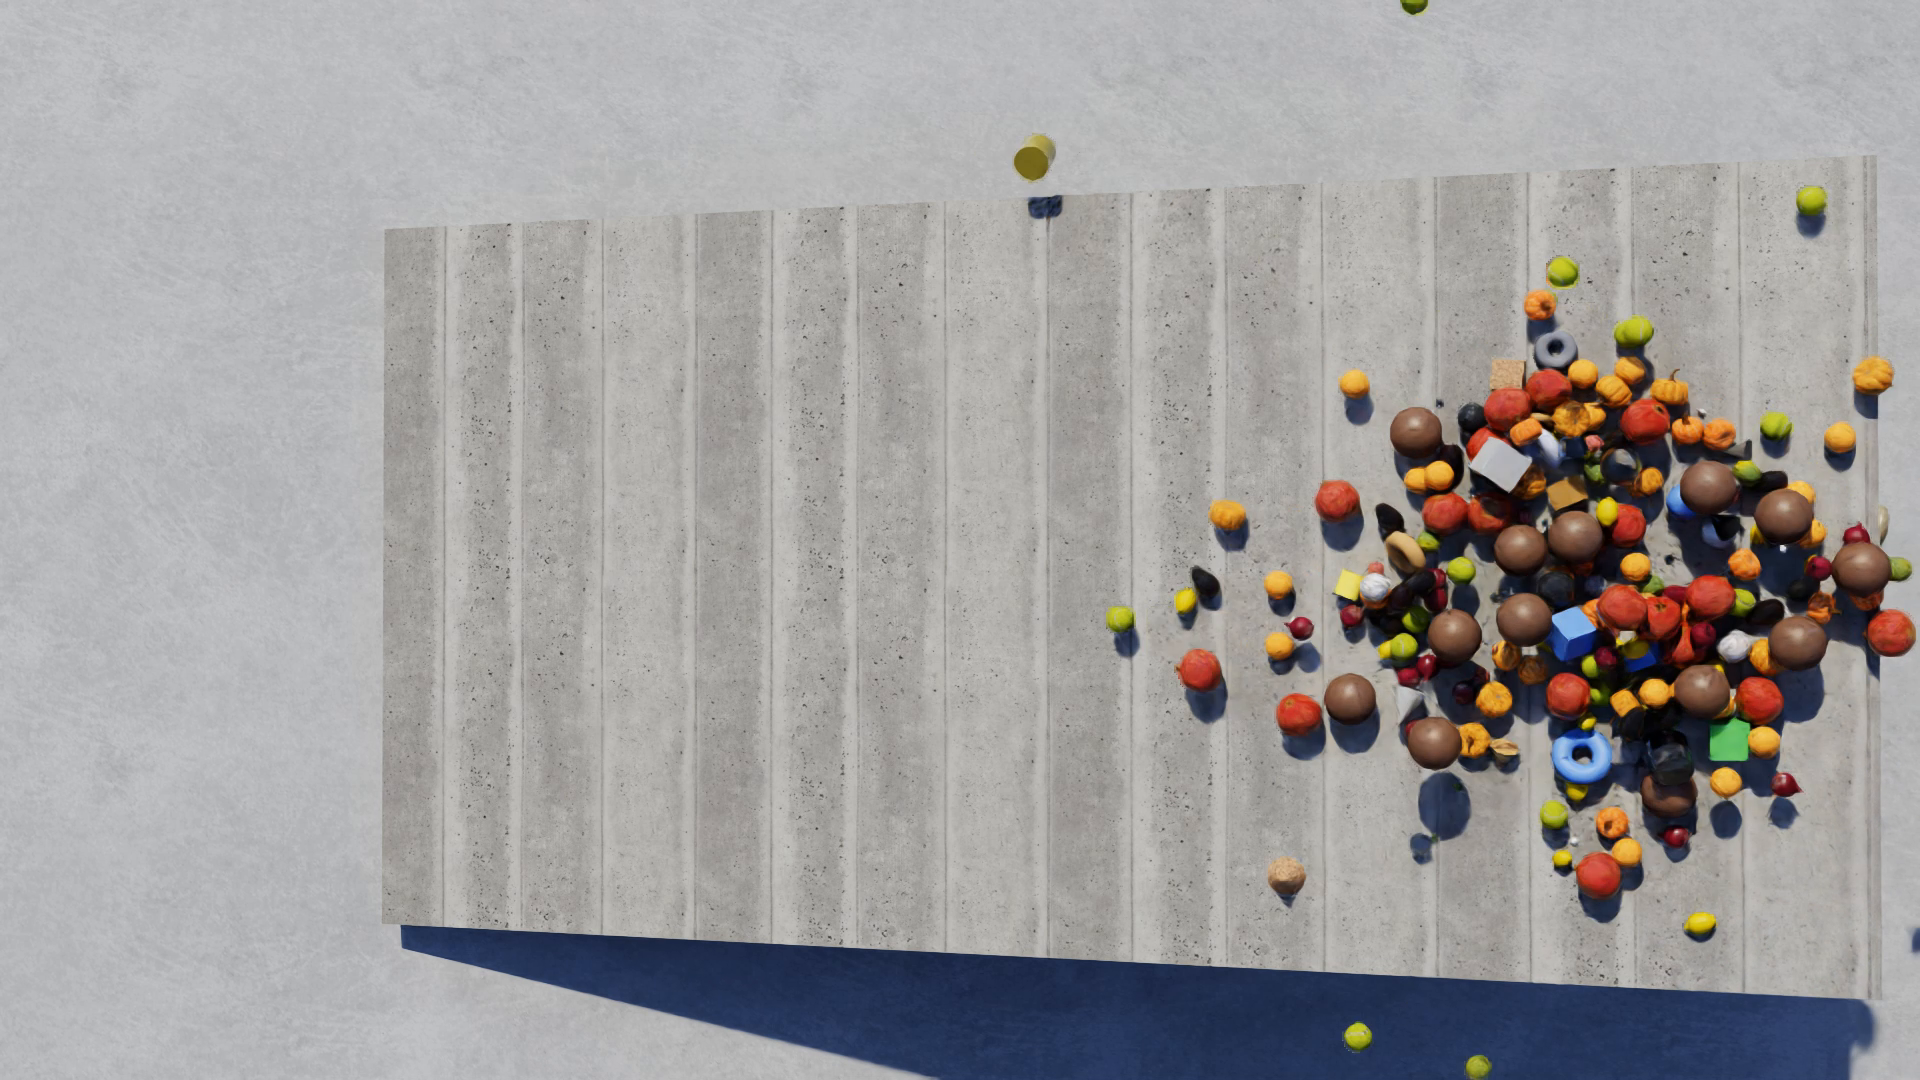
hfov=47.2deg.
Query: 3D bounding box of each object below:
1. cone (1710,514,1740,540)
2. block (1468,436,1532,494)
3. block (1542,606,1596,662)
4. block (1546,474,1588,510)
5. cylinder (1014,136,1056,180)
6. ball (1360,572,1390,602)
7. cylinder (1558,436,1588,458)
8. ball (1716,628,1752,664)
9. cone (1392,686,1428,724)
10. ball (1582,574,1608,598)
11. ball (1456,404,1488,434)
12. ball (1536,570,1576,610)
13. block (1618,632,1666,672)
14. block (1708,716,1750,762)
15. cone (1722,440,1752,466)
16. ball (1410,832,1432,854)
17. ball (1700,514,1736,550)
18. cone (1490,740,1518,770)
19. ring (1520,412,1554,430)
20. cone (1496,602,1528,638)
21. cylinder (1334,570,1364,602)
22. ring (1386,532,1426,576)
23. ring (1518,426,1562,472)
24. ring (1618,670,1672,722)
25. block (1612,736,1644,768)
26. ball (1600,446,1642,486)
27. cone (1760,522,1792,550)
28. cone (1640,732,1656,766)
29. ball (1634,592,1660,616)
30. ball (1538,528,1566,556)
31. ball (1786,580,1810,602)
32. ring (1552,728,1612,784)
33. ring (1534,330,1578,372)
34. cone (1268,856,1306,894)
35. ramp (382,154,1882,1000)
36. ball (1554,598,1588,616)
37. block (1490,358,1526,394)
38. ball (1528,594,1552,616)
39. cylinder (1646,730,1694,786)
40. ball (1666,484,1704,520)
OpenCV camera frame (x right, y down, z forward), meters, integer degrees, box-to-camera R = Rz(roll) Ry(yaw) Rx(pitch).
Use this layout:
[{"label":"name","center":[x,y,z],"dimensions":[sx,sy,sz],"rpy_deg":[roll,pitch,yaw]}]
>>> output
[{"label":"cone","center":[1.790,-0.043,5.185],"dimensions":[0.067,0.067,0.067],"rpy_deg":[30,89,-21]},{"label":"block","center":[1.302,-0.182,5.303],"dimensions":[0.092,0.092,0.092],"rpy_deg":[34,95,-10]},{"label":"block","center":[1.463,0.226,5.277],"dimensions":[0.082,0.082,0.082],"rpy_deg":[-19,50,-16]},{"label":"block","center":[1.480,-0.116,5.364],"dimensions":[0.062,0.062,0.062],"rpy_deg":[-17,82,-40]},{"label":"cylinder","center":[0.196,-0.994,5.716],"dimensions":[0.091,0.091,0.091],"rpy_deg":[7,120,13]},{"label":"ball","center":[1.019,0.117,5.410],"dimensions":[0.072,0.072,0.072],"rpy_deg":[0,89,0]},{"label":"cylinder","center":[1.471,-0.222,5.282],"dimensions":[0.054,0.054,0.054],"rpy_deg":[0,93,-6]},{"label":"ball","center":[1.842,0.253,5.237],"dimensions":[0.082,0.082,0.082],"rpy_deg":[0,89,0]},{"label":"cone","center":[1.102,0.418,5.457],"dimensions":[0.090,0.090,0.090],"rpy_deg":[20,82,0]},{"label":"ball","center":[1.546,0.111,5.358],"dimensions":[0.057,0.057,0.057],"rpy_deg":[0,89,0]},{"label":"ball","center":[1.268,-0.300,5.435],"dimensions":[0.077,0.077,0.077],"rpy_deg":[0,89,0]},{"label":"ball","center":[1.436,0.120,5.297],"dimensions":[0.096,0.096,0.096],"rpy_deg":[0,89,0]},{"label":"block","center":[1.647,0.271,5.308],"dimensions":[0.069,0.069,0.069],"rpy_deg":[-27,82,36]},{"label":"block","center":[1.834,0.474,5.245],"dimensions":[0.087,0.087,0.087],"rpy_deg":[1,99,16]},{"label":"cone","center":[1.858,-0.211,5.271],"dimensions":[0.062,0.062,0.062],"rpy_deg":[5,89,36]},{"label":"ball","center":[1.145,0.755,5.469],"dimensions":[0.053,0.053,0.053],"rpy_deg":[0,89,0]},{"label":"ball","center":[1.816,-0.019,5.267],"dimensions":[0.082,0.082,0.082],"rpy_deg":[0,89,0]},{"label":"cone","center":[1.337,0.540,5.427],"dimensions":[0.070,0.070,0.070],"rpy_deg":[5,118,0]},{"label":"ring","center":[1.414,-0.290,5.390],"dimensions":[0.084,0.084,0.028],"rpy_deg":[-3,72,0]},{"label":"cone","center":[1.370,0.208,5.419],"dimensions":[0.083,0.083,0.083],"rpy_deg":[-18,112,0]},{"label":"cylinder","center":[0.980,0.114,5.522],"dimensions":[0.062,0.062,0.062],"rpy_deg":[21,92,0]},{"label":"ring","center":[1.107,0.034,5.460],"dimensions":[0.041,0.124,0.124],"rpy_deg":[-36,89,-15]},{"label":"ring","center":[1.416,-0.222,5.372],"dimensions":[0.043,0.128,0.128],"rpy_deg":[-34,89,-20]},{"label":"ring","center":[1.659,0.377,5.329],"dimensions":[0.128,0.043,0.128],"rpy_deg":[0,91,16]},{"label":"block","center":[1.619,0.512,5.319],"dimensions":[0.064,0.064,0.064],"rpy_deg":[10,90,29]},{"label":"ball","center":[1.577,-0.177,5.251],"dimensions":[0.097,0.097,0.097],"rpy_deg":[0,89,0]},{"label":"cone","center":[1.961,-0.006,5.252],"dimensions":[0.065,0.065,0.065],"rpy_deg":[6,89,-18]},{"label":"cone","center":[1.662,0.523,5.287],"dimensions":[0.097,0.097,0.097],"rpy_deg":[2,65,-4]},{"label":"ball","center":[1.650,0.155,5.287],"dimensions":[0.060,0.060,0.060],"rpy_deg":[0,89,0]},{"label":"ball","center":[1.449,0.004,5.375],"dimensions":[0.066,0.066,0.066],"rpy_deg":[0,89,0]},{"label":"ball","center":[1.993,0.121,5.227],"dimensions":[0.054,0.054,0.054],"rpy_deg":[0,89,0]},{"label":"ring","center":[1.513,0.524,5.345],"dimensions":[0.145,0.048,0.145],"rpy_deg":[-4,64,8]},{"label":"ring","center":[1.464,-0.466,5.403],"dimensions":[0.103,0.034,0.103],"rpy_deg":[0,90,15]},{"label":"cone","center":[0.816,0.853,5.542],"dimensions":[0.097,0.097,0.097],"rpy_deg":[0,89,16]},{"label":"ramp","center":[0.271,0.095,5.816],"dimensions":[4.000,0.100,2.000],"rpy_deg":[0,89,16]},{"label":"ball","center":[1.489,0.175,5.362],"dimensions":[0.079,0.079,0.079],"rpy_deg":[0,89,0]},{"label":"block","center":[1.348,-0.404,5.414],"dimensions":[0.076,0.076,0.076],"rpy_deg":[6,91,16]},{"label":"ball","center":[1.415,0.158,5.364],"dimensions":[0.059,0.059,0.059],"rpy_deg":[0,89,0]},{"label":"cylinder","center":[1.671,0.512,5.172],"dimensions":[0.092,0.092,0.092],"rpy_deg":[2,132,2]},{"label":"ball","center":[1.743,-0.093,5.288],"dimensions":[0.085,0.085,0.085],"rpy_deg":[0,89,0]}]
